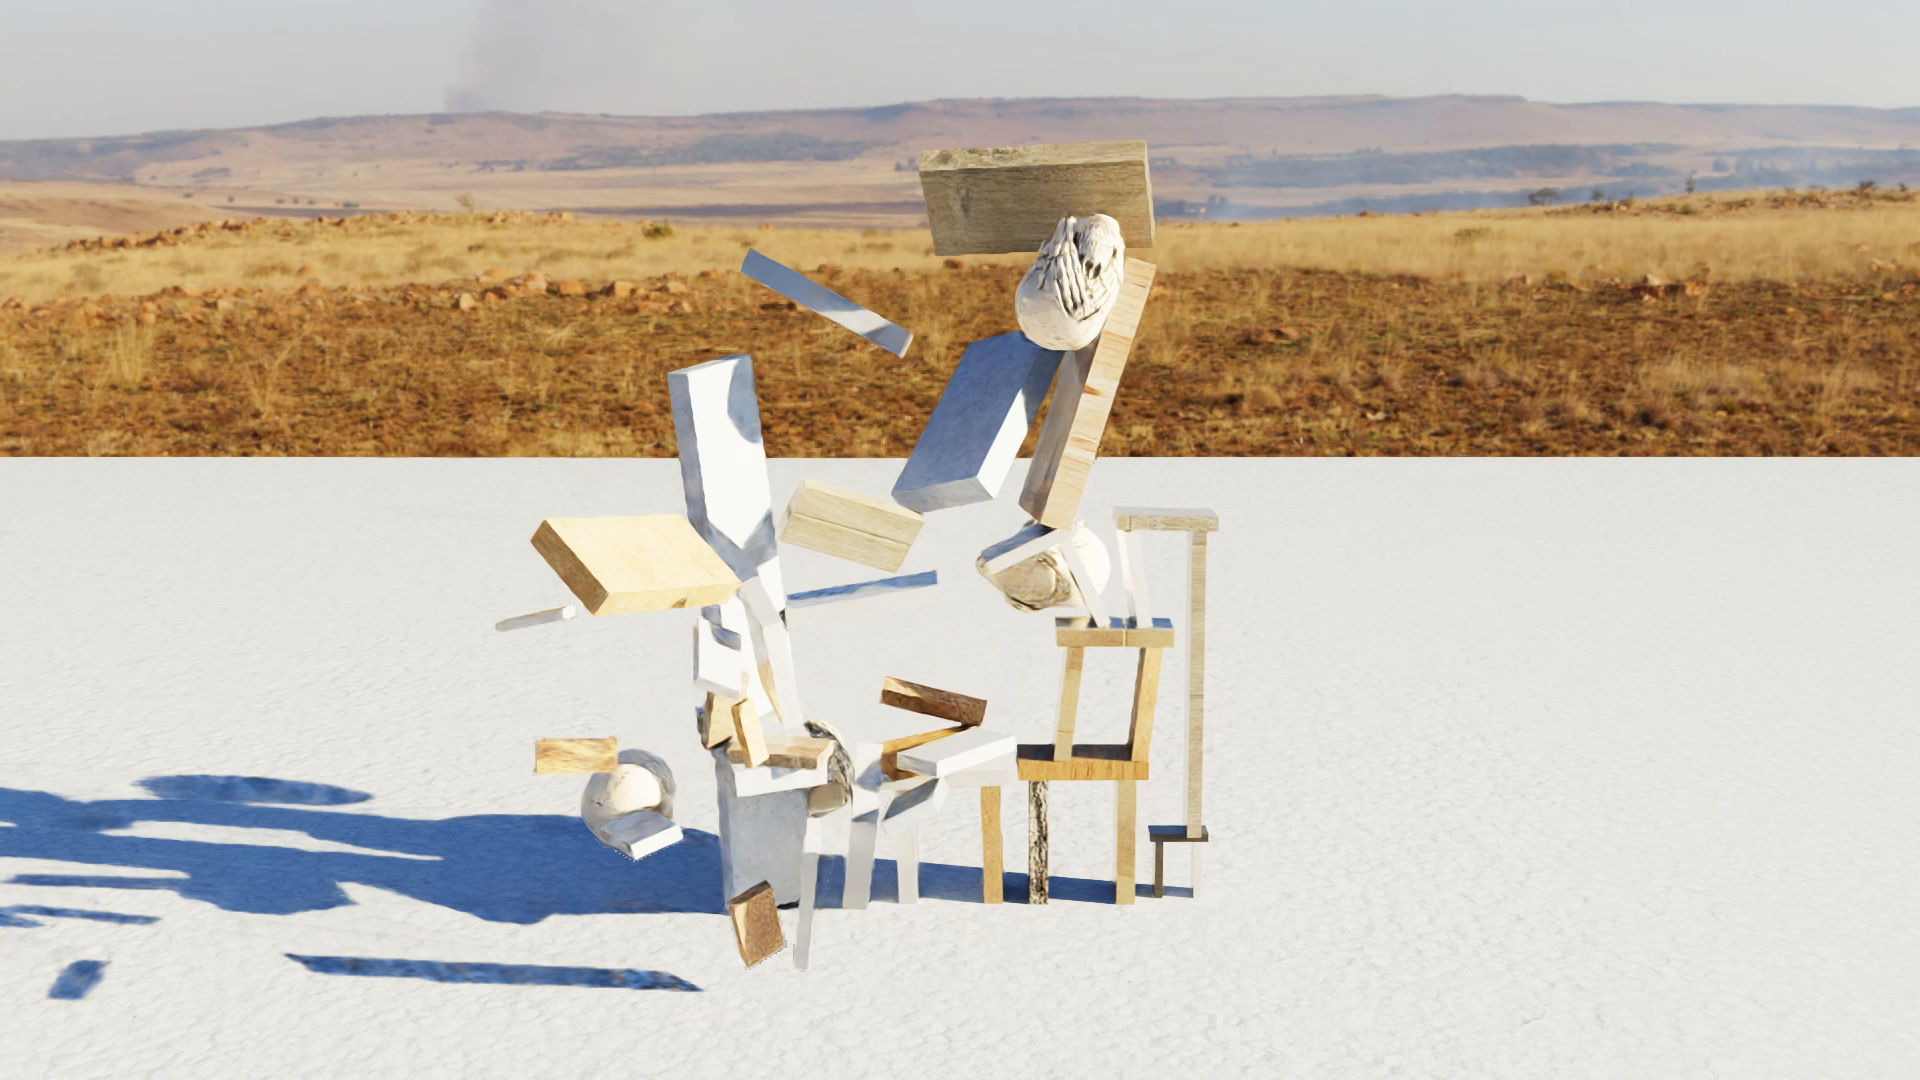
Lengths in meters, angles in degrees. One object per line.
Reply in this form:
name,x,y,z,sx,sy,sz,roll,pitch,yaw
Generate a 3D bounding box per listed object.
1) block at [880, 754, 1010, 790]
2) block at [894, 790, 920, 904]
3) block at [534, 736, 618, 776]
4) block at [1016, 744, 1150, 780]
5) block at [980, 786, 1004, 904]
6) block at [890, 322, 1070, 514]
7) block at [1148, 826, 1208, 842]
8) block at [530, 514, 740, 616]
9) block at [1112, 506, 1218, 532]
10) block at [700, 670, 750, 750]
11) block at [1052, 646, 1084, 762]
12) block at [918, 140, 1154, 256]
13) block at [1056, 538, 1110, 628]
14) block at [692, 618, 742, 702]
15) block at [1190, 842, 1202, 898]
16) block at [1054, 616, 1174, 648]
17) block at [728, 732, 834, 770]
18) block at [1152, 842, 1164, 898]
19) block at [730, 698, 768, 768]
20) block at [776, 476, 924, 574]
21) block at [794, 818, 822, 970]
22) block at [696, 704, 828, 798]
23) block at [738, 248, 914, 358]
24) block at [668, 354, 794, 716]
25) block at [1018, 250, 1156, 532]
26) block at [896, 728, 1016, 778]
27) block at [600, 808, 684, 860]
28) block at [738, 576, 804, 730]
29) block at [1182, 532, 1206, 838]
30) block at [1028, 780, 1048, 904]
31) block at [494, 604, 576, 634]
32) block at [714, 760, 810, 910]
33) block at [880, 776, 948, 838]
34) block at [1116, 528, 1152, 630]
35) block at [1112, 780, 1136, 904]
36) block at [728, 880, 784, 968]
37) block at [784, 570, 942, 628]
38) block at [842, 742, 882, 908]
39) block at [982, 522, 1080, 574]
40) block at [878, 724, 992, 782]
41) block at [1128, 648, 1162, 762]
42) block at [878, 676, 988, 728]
block,-0.028,0.369,3.591,0.211,0.030,0.105,-2,19,-3
block,-0.086,0.482,3.636,0.030,0.211,0.105,-1,19,2
block,-0.527,0.296,3.019,0.111,0.047,0.013,0,13,-23
block,0.200,0.366,3.624,0.212,0.030,0.106,0,11,-1
block,0.053,0.482,3.638,0.030,0.211,0.105,-1,18,2
block,0.035,-0.195,3.503,0.177,0.050,0.354,-10,40,39
block,0.362,0.487,3.651,0.097,0.014,0.049,0,11,0
block,-0.451,0.032,3.091,0.149,0.042,0.297,46,23,21
block,0.330,-0.034,3.549,0.162,0.023,0.081,1,11,-3
block,-0.361,0.261,3.375,0.064,0.128,0.018,-21,49,-35
block,0.176,0.257,3.603,0.027,0.190,0.095,6,11,-1
block,0.125,-0.542,3.500,0.354,0.177,0.050,-1,49,10
block,0.196,0.061,3.568,0.022,0.158,0.079,-26,13,-1
block,-0.331,0.162,2.996,0.064,0.018,0.128,23,30,-21
block,0.394,0.542,3.661,0.014,0.097,0.049,0,11,0
block,0.250,0.150,3.583,0.190,0.027,0.095,0,11,1
block,-0.273,0.321,3.356,0.143,0.020,0.072,4,19,16
block,0.329,0.542,3.661,0.014,0.097,0.049,0,11,0
block,-0.308,0.282,3.212,0.013,0.094,0.047,-10,9,26
block,-0.168,-0.021,3.359,0.203,0.102,0.029,16,28,-25
block,-0.219,0.510,3.167,0.020,0.228,0.072,5,34,-3
block,-0.316,0.321,3.464,0.143,0.040,0.285,-7,19,-17
block,-0.222,-0.396,3.693,0.297,0.042,0.148,28,3,0
block,-0.356,0.002,3.465,0.042,0.567,0.148,4,17,36
block,0.200,-0.241,3.506,0.050,0.436,0.177,16,8,-13
block,-0.005,0.333,3.455,0.088,0.025,0.176,7,14,44
block,-0.438,0.401,3.014,0.072,0.020,0.143,-22,12,-23
block,-0.265,0.160,3.092,0.029,0.203,0.102,-20,43,-14
block,0.384,0.230,3.601,0.023,0.510,0.081,0,11,0
block,0.130,0.485,3.648,0.030,0.212,0.106,0,11,1
block,-0.552,0.103,2.858,0.094,0.013,0.047,-12,5,10
block,-0.319,0.456,3.590,0.143,0.285,0.040,-9,11,-29
block,-0.069,0.412,3.416,0.088,0.025,0.178,-27,3,7
block,0.282,0.056,3.567,0.023,0.162,0.081,-10,12,-4
block,0.272,0.485,3.648,0.030,0.212,0.106,0,11,0
block,-0.296,0.557,3.194,0.064,0.128,0.018,-28,43,-24
block,-0.158,0.095,3.580,0.250,0.029,0.102,-9,14,0
block,-0.157,0.460,3.523,0.040,0.285,0.143,5,53,-3
block,0.113,0.003,3.545,0.158,0.022,0.079,-25,14,2
block,-0.047,0.344,3.571,0.176,0.025,0.088,-10,25,-24
block,0.303,0.257,3.603,0.027,0.190,0.095,6,11,-1
block,-0.045,0.270,3.658,0.174,0.022,0.079,14,-23,-1
